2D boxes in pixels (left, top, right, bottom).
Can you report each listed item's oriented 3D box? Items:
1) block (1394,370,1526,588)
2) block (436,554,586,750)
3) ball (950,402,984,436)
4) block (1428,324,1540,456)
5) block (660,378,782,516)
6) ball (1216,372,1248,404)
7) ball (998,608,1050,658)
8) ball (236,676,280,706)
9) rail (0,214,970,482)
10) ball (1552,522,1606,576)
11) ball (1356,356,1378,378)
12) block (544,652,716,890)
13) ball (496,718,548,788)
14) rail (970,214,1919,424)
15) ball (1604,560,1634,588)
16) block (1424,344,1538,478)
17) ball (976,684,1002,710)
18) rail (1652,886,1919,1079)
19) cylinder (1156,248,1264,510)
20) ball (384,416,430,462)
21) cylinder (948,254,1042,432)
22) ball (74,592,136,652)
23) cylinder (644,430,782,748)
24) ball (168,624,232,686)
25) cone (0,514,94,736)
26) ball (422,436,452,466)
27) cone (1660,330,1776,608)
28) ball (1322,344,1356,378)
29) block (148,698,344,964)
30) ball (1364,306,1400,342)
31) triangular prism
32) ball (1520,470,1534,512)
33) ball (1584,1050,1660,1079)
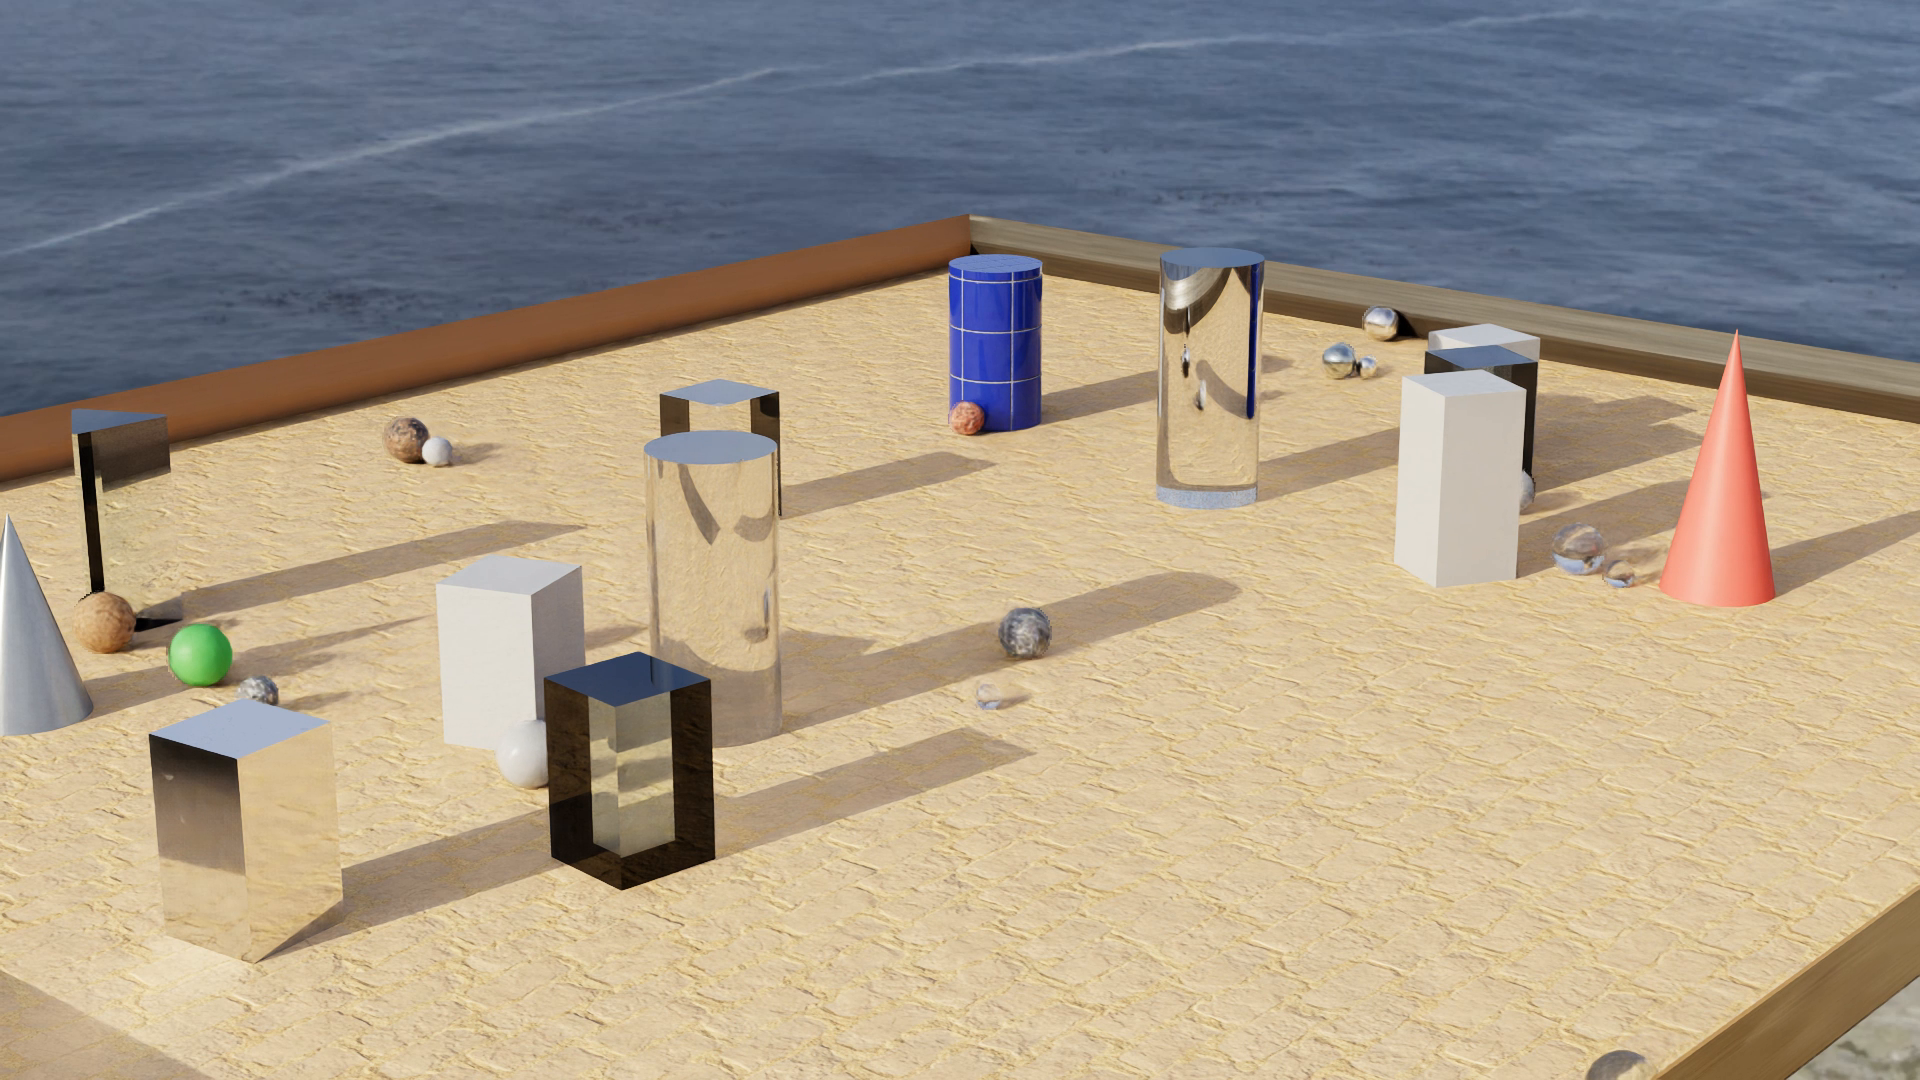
[{"bbox_3d":[0.889,-0.111,5.221,0.160,0.348,0.160,-6,18,-18],"label":"block"},{"bbox_3d":[-0.677,0.173,4.443,0.160,0.253,0.160,6,18,20],"label":"block"},{"bbox_3d":[0.016,-0.256,6.182,0.071,0.071,0.071,0,17,0],"label":"ball"},{"bbox_3d":[1.069,-0.299,6.015,0.160,0.249,0.160,-9,19,-28],"label":"block"},{"bbox_3d":[-0.454,-0.161,5.563,0.160,0.246,0.160,14,22,38],"label":"block"},{"bbox_3d":[0.599,-0.336,6.447,0.071,0.071,0.071,0,17,0],"label":"ball"},{"bbox_3d":[0.105,0.152,4.806,0.084,0.084,0.084,0,17,0],"label":"ball"},{"bbox_3d":[-1.088,0.242,4.541,0.065,0.065,0.065,0,17,0],"label":"ball"},{"bbox_3d":[-1.433,-0.326,6.311,0.045,0.130,4.500,14,22,39],"label":"rail"},{"bbox_3d":[1.106,0.016,5.241,0.093,0.093,0.093,0,17,0],"label":"ball"},{"bbox_3d":[0.926,-0.394,6.679,0.049,0.049,0.049,0,17,0],"label":"ball"},{"bbox_3d":[-0.447,0.310,3.974,0.160,0.260,0.160,-15,22,-41],"label":"block"},{"bbox_3d":[-0.622,0.310,4.255,0.100,0.100,0.100,0,17,0],"label":"ball"},{"bbox_3d":[1.460,-0.452,6.729,3.842,0.130,0.045,14,22,39],"label":"rail"},{"bbox_3d":[1.163,0.059,5.172,0.050,0.050,0.050,0,17,0],"label":"ball"},{"bbox_3d":[1.016,-0.230,5.755,0.160,0.268,0.160,-6,18,-19],"label":"block"},{"bbox_3d":[0.044,0.244,4.573,0.041,0.041,0.041,0,17,0],"label":"ball"},{"bbox_3d":[1.433,0.391,3.929,0.045,0.130,4.500,14,22,39],"label":"rail"},{"bbox_3d":[0.483,-0.314,5.675,0.199,0.474,0.199,0,17,0],"label":"cylinder"},{"bbox_3d":[-1.125,-0.204,5.973,0.093,0.093,0.093,0,17,0],"label":"ball"},{"bbox_3d":[0.076,-0.422,6.260,0.199,0.343,0.199,0,17,0],"label":"cylinder"},{"bbox_3d":[-1.410,0.136,4.832,0.099,0.099,0.099,0,17,0],"label":"ball"},{"bbox_3d":[-0.373,0.073,4.447,0.199,0.442,0.199,0,17,0],"label":"cylinder"},{"bbox_3d":[-1.210,0.184,4.671,0.100,0.100,0.100,0,17,0],"label":"ball"},{"bbox_3d":[-1.451,0.113,4.514,0.199,0.326,0.199,0,17,0],"label":"cone"},{"bbox_3d":[-1.059,-0.179,5.943,0.061,0.061,0.061,0,17,0],"label":"ball"},{"bbox_3d":[1.333,-0.138,5.098,0.199,0.470,0.199,0,17,0],"label":"cone"},{"bbox_3d":[0.861,-0.406,6.667,0.079,0.079,0.079,0,17,0],"label":"ball"},{"bbox_3d":[-0.911,0.369,3.750,0.160,0.276,0.160,11,20,32],"label":"block"},{"bbox_3d":[1.013,-0.519,7.031,0.085,0.085,0.085,0,17,0],"label":"ball"},{"bbox_3d":[-1.439,-0.034,4.943,0.150,0.360,0.173,16,23,42],"label":"triangular prism"},{"bbox_3d":[1.051,-0.094,5.609,0.092,0.092,0.092,0,17,0],"label":"ball"},{"bbox_3d":[0.739,0.613,3.263,0.090,0.090,0.090,0,17,0],"label":"ball"}]
